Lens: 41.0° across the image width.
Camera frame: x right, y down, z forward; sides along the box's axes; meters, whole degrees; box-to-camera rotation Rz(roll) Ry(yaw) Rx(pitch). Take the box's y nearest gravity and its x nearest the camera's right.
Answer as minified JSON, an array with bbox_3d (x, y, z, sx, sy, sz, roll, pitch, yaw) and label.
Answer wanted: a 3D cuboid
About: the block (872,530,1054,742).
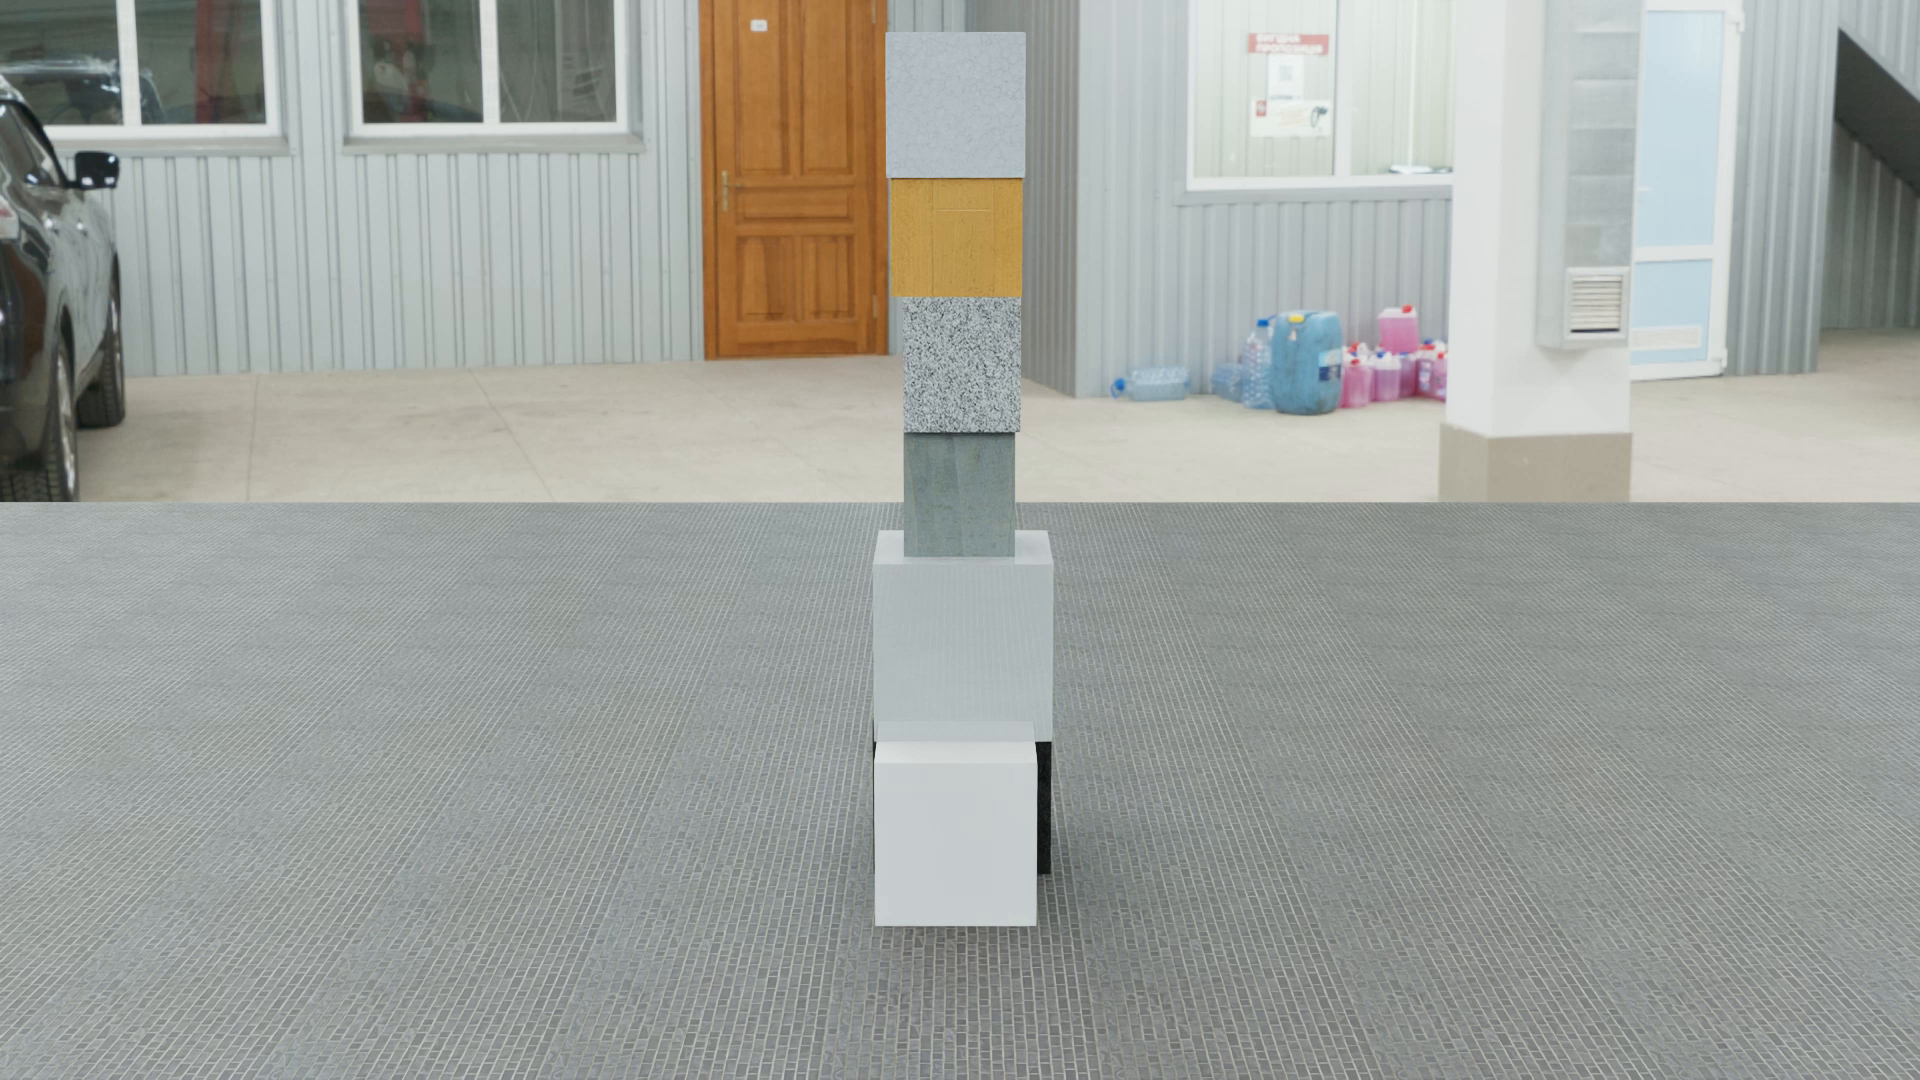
[{"bbox_3d":[0.013,0.407,11.255,0.759,0.767,0.822,0,10,0],"label":"block"}]

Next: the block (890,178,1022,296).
[{"bbox_3d":[-0.014,-1.309,10.947,0.546,0.495,0.569,0,10,0],"label":"block"}]

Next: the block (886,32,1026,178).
[{"bbox_3d":[-0.018,-1.842,10.852,0.575,0.589,0.608,0,10,0],"label":"block"}]

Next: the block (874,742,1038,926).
[{"bbox_3d":[-0.017,1.203,10.983,0.673,0.703,0.696,0,10,0],"label":"block"}]

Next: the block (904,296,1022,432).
[{"bbox_3d":[0.009,-0.786,11.041,0.492,0.568,0.584,0,10,0],"label":"block"}]

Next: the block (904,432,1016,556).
[{"bbox_3d":[-0.003,-0.238,11.139,0.474,0.544,0.484,0,10,0],"label":"block"}]

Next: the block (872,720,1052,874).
[{"bbox_3d":[0.009,1.071,11.734,0.787,0.695,0.808,0,10,0],"label":"block"}]
